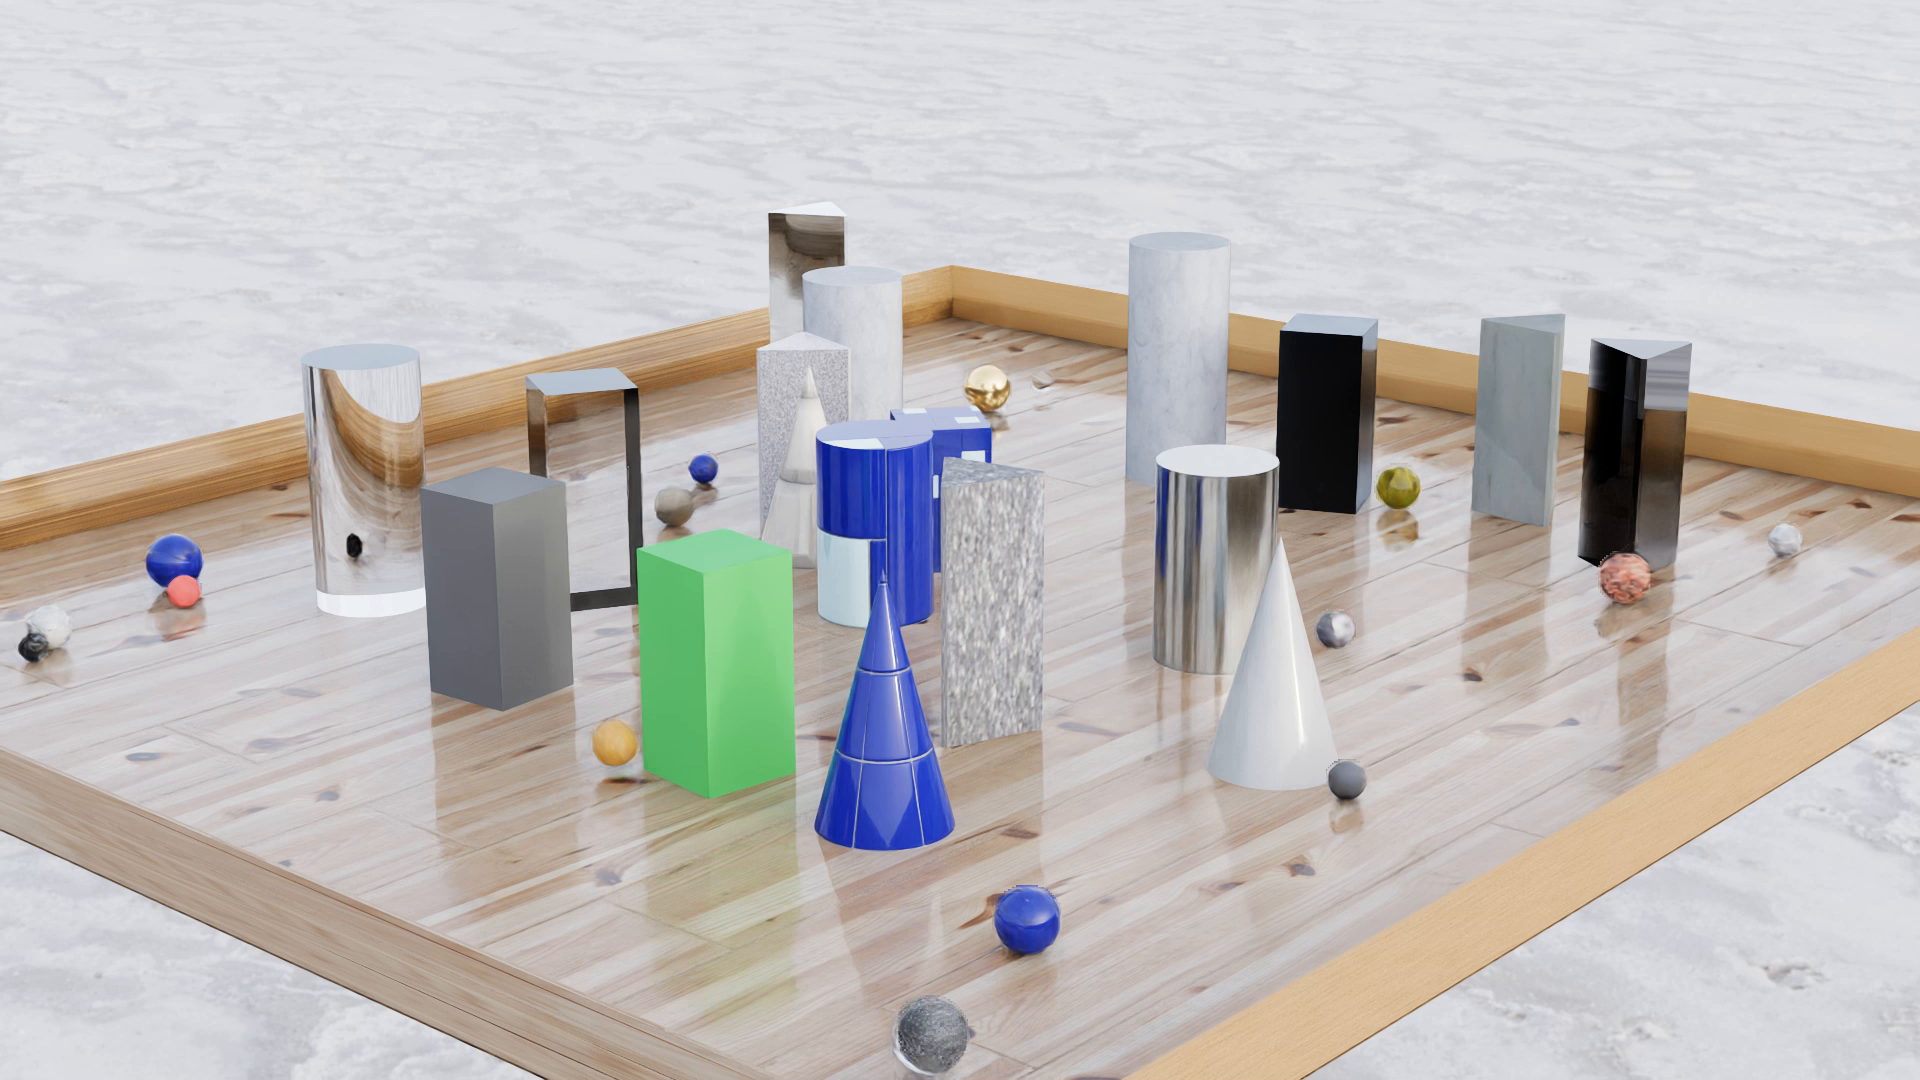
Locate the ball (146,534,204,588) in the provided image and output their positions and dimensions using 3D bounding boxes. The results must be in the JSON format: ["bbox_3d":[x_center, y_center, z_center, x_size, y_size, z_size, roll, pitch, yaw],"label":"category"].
[{"bbox_3d":[-1.382,0.038,5.158,0.098,0.098,0.098,0,17,0],"label":"ball"}]

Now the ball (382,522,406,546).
[{"bbox_3d":[-1.044,-0.011,5.414,0.044,0.044,0.044,0,17,0],"label":"ball"}]

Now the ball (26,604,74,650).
[{"bbox_3d":[-1.505,0.144,4.849,0.074,0.074,0.074,0,17,0],"label":"ball"}]

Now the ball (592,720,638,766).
[{"bbox_3d":[-0.508,0.299,4.321,0.069,0.069,0.069,0,17,0],"label":"ball"}]

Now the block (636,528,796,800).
[{"bbox_3d":[-0.354,0.177,4.276,0.159,0.341,0.159,-14,22,-40],"label":"block"}]

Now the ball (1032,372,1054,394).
[{"bbox_3d":[0.185,-0.351,6.538,0.048,0.048,0.048,0,17,0],"label":"ball"}]

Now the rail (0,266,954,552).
[{"bbox_3d":[-1.114,-0.247,6.046,0.045,0.129,3.394,14,22,39],"label":"rail"}]

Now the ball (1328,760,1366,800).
[{"bbox_3d":[0.556,0.345,4.212,0.056,0.056,0.056,0,17,0],"label":"ball"}]

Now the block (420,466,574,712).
[{"bbox_3d":[-0.729,0.075,4.625,0.159,0.336,0.159,12,21,35],"label":"block"}]

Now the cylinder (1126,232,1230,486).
[{"bbox_3d":[0.432,-0.359,5.824,0.199,0.475,0.199,0,17,0],"label":"cylinder"}]

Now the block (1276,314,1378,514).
[{"bbox_3d":[0.707,-0.245,5.663,0.159,0.350,0.159,5,18,18],"label":"block"}]

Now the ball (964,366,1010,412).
[{"bbox_3d":[0.060,-0.329,6.377,0.100,0.100,0.100,0,17,0],"label":"ball"}]

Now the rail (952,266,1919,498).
[{"bbox_3d":[1.097,-0.332,6.329,2.998,0.129,0.045,14,22,39],"label":"rail"}]

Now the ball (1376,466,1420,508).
[{"bbox_3d":[0.846,-0.102,5.649,0.084,0.084,0.084,0,17,0],"label":"ball"}]

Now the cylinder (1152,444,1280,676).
[{"bbox_3d":[0.415,0.031,4.778,0.199,0.332,0.199,0,17,0],"label":"cylinder"}]

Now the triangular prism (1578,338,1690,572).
[{"bbox_3d":[1.187,-0.152,5.255,0.149,0.407,0.173,14,22,38],"label":"triangular prism"}]

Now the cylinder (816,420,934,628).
[{"bbox_3d":[-0.145,-0.028,5.005,0.199,0.314,0.199,0,17,0],"label":"cylinder"}]

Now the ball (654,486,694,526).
[{"bbox_3d":[-0.539,-0.065,5.538,0.077,0.077,0.077,0,17,0],"label":"ball"}]

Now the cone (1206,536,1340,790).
[{"bbox_3d":[0.464,0.164,4.294,0.199,0.356,0.199,0,17,0],"label":"cone"}]

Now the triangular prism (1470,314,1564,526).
[{"bbox_3d":[1.098,-0.237,5.591,0.173,0.375,0.149,16,23,42],"label":"triangular prism"}]

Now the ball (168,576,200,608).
[{"bbox_3d":[-1.340,0.089,5.063,0.056,0.056,0.056,0,17,0],"label":"ball"}]

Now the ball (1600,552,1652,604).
[{"bbox_3d":[1.154,0.065,5.085,0.088,0.088,0.088,0,17,0],"label":"ball"}]

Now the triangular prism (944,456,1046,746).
[{"bbox_3d":[0.016,0.087,4.463,0.173,0.406,0.149,-9,19,-27],"label":"triangular prism"}]

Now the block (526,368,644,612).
[{"bbox_3d":[-0.648,-0.088,5.078,0.159,0.386,0.159,-6,18,-20],"label":"block"}]

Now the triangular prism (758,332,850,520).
[{"bbox_3d":[-0.296,-0.219,5.603,0.173,0.333,0.149,-1,17,-3],"label":"triangular prism"}]

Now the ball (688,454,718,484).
[{"bbox_3d":[-0.509,-0.142,5.825,0.059,0.059,0.059,0,17,0],"label":"ball"}]

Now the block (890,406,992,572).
[{"bbox_3d":[-0.035,-0.092,5.301,0.159,0.264,0.159,-3,17,-9],"label":"block"}]

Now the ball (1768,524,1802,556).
[{"bbox_3d":[1.506,0.000,5.352,0.059,0.059,0.059,0,17,0],"label":"ball"}]

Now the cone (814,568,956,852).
[{"bbox_3d":[-0.106,0.219,4.072,0.199,0.378,0.199,0,17,0],"label":"cone"}]

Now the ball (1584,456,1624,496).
[{"bbox_3d":[1.258,-0.124,5.730,0.078,0.078,0.078,0,17,0],"label":"ball"}]

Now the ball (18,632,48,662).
[{"bbox_3d":[-1.513,0.176,4.790,0.048,0.048,0.048,0,17,0],"label":"ball"}]

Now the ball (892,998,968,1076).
[{"bbox_3d":[-0.035,0.574,3.394,0.089,0.089,0.089,0,17,0],"label":"ball"}]

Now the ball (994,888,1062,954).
[{"bbox_3d":[0.086,0.482,3.709,0.085,0.085,0.085,0,17,0],"label":"ball"}]

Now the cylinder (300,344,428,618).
[{"bbox_3d":[-1.019,-0.104,5.048,0.199,0.434,0.199,0,17,0],"label":"cylinder"}]

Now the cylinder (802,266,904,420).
[{"bbox_3d":[-0.214,-0.337,5.891,0.199,0.394,0.199,0,17,0],"label":"cylinder"}]

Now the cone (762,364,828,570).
[{"bbox_3d":[-0.272,-0.146,5.325,0.199,0.355,0.199,0,17,0],"label":"cone"}]

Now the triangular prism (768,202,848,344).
[{"bbox_3d":[-0.297,-0.468,6.191,0.173,0.472,0.149,5,17,15],"label":"triangular prism"}]

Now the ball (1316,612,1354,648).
[{"bbox_3d":[0.622,0.149,4.854,0.062,0.062,0.062,0,17,0],"label":"ball"}]

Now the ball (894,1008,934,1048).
[{"bbox_3d":[-0.055,0.576,3.460,0.048,0.048,0.048,0,17,0],"label":"ball"}]

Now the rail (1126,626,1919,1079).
[{"bbox_3d":[1.114,0.311,4.193,0.045,0.129,3.394,14,22,39],"label":"rail"}]

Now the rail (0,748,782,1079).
[{"bbox_3d":[-1.097,0.397,3.910,2.998,0.129,0.045,14,22,39],"label":"rail"}]
